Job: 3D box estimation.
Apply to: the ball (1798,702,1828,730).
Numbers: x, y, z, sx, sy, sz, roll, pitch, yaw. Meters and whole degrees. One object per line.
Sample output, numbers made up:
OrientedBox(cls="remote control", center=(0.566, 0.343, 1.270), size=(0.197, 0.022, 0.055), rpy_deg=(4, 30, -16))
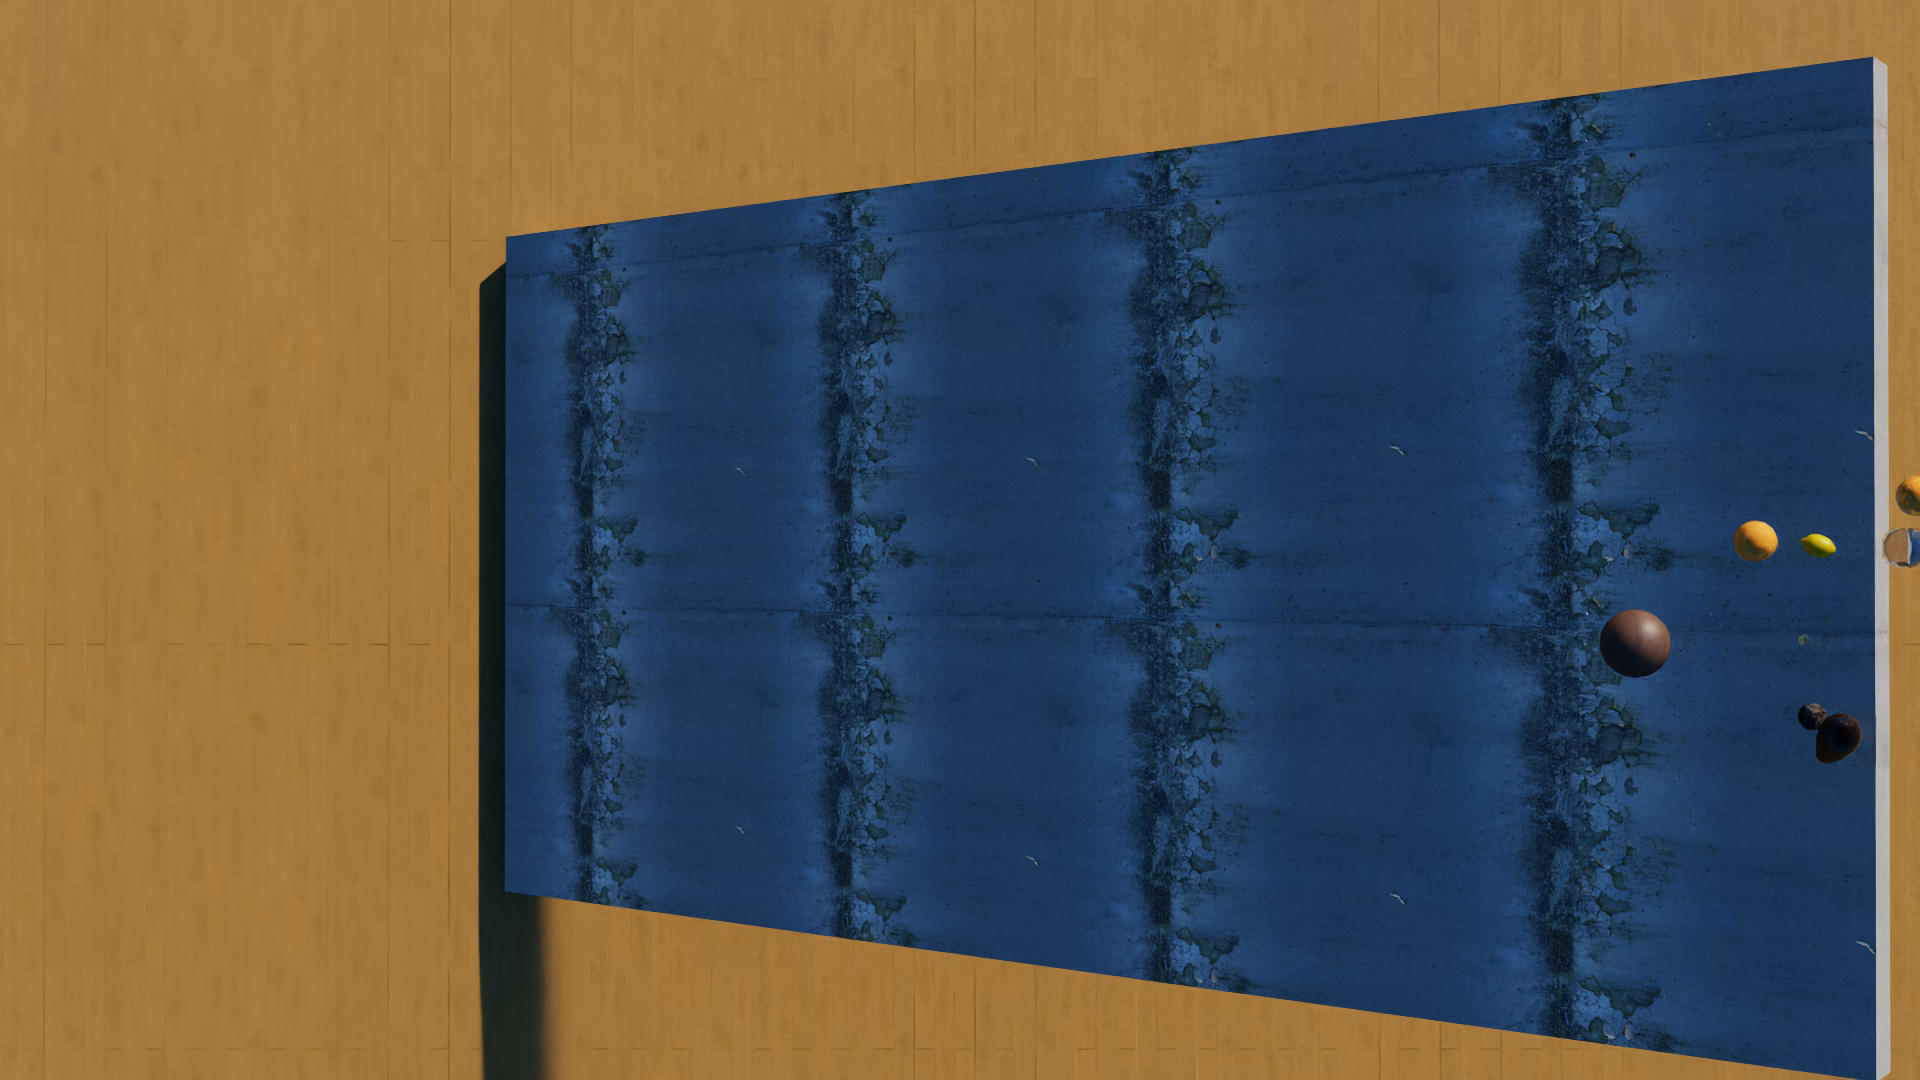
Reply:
OrientedBox(cls="ball", center=(1.632, 0.338, 4.208), size=(0.052, 0.052, 0.052), rpy_deg=(0, 90, 0))

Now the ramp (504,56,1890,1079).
OrientedBox(cls="ramp", center=(0.228, 0.064, 5.545), size=(4.000, 0.100, 2.000), rpy_deg=(0, 89, 37))

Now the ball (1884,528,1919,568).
OrientedBox(cls="ball", center=(1.681, 0.014, 3.910), size=(0.073, 0.073, 0.073), rpy_deg=(0, 90, 0))
